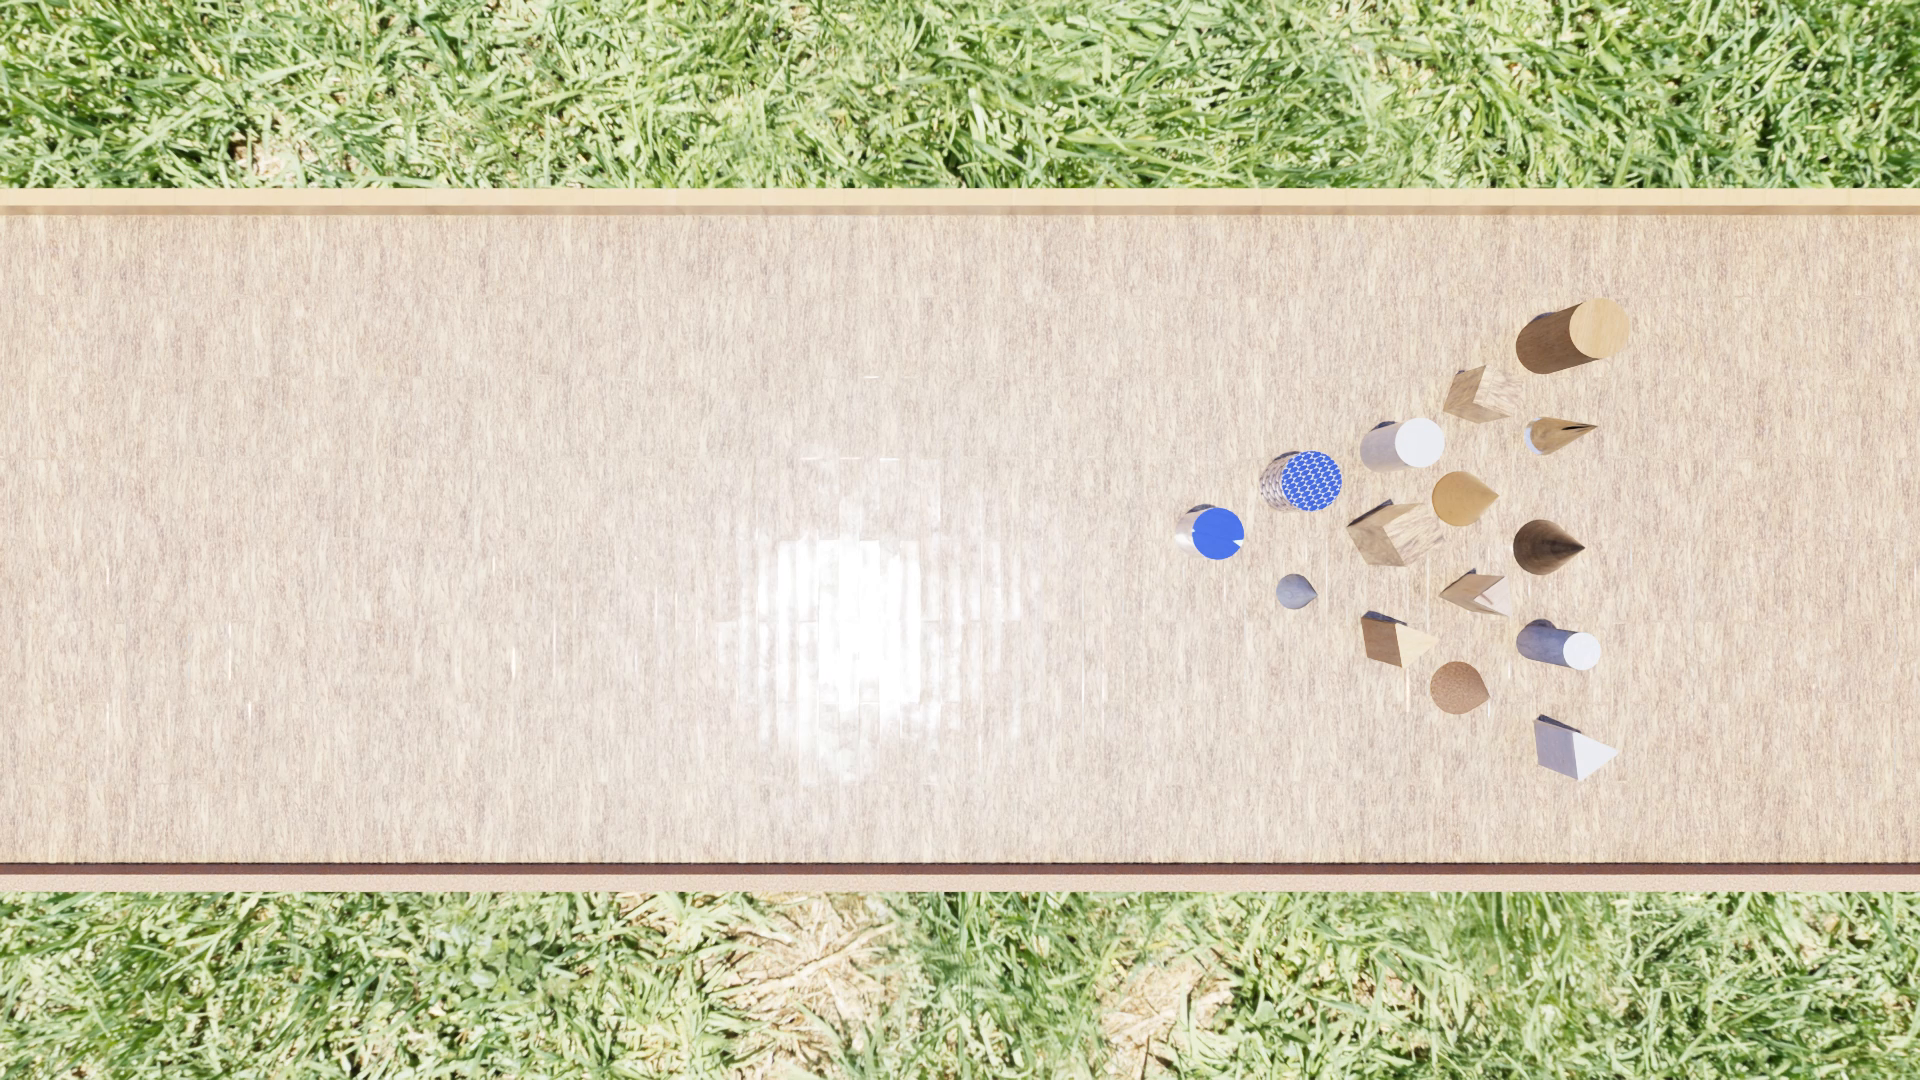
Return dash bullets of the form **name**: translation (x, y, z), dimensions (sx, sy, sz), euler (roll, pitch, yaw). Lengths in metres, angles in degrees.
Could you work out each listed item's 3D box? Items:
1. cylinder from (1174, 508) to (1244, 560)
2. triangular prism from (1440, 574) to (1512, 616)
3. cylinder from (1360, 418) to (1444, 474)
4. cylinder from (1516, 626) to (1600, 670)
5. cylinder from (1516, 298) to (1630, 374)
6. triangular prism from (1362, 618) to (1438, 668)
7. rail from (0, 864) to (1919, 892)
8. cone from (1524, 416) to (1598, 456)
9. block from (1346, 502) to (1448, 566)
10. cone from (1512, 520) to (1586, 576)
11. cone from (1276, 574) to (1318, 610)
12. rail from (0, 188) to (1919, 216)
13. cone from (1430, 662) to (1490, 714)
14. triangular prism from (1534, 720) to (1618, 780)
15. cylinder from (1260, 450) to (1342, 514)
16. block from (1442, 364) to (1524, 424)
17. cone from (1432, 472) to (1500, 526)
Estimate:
- **cylinder**: translation (0.735, -0.018, 4.887), dimensions (0.149, 0.380, 0.149), euler (0, 90, 0)
- **triangular prism**: translation (1.545, 0.150, 4.896), dimensions (0.115, 0.361, 0.100), euler (24, 90, 0)
- **cylinder**: translation (1.299, -0.275, 4.868), dimensions (0.140, 0.418, 0.140), euler (0, 90, 0)
- **cylinder**: translation (1.765, 0.316, 4.877), dimensions (0.107, 0.398, 0.107), euler (0, 90, 0)
- **cylinder**: translation (1.795, -0.594, 4.852), dimensions (0.170, 0.449, 0.170), euler (0, 90, 0)
- **triangular prism**: translation (1.270, 0.280, 4.874), dimensions (0.128, 0.406, 0.111), euler (-40, 90, 0)
- **rail**: translation (-2.247, 1.025, 5.001), dimensions (12.000, 0.150, 0.050), euler (0, 90, 0)
- **cone**: translation (1.797, -0.320, 4.855), dimensions (0.121, 0.443, 0.121), euler (0, 90, 0)
- **block**: translation (1.276, -0.015, 4.851), dimensions (0.132, 0.450, 0.132), euler (-31, 90, 0)
- **cone**: translation (1.788, 0.023, 4.892), dimensions (0.173, 0.368, 0.173), euler (0, 90, 0)
- **cone**: translation (1.028, 0.159, 4.904), dimensions (0.112, 0.344, 0.112), euler (0, 90, 0)
- **rail**: translation (-2.247, -1.025, 5.002), dimensions (12.000, 0.150, 0.050), euler (0, 90, 0)
- **cone**: translation (1.529, 0.455, 4.912), dimensions (0.165, 0.329, 0.165), euler (0, 90, 0)
- **triangular prism**: translation (1.804, 0.603, 4.912), dimensions (0.140, 0.329, 0.122), euler (-37, 90, 0)
- **cylinder**: translation (1.008, -0.169, 4.901), dimensions (0.173, 0.351, 0.173), euler (0, 90, 0)
- **block**: translation (1.559, -0.433, 4.924), dimensions (0.118, 0.305, 0.118), euler (20, 90, 0)
- **cone**: translation (1.538, -0.127, 4.888), dimensions (0.171, 0.378, 0.171), euler (0, 90, 0)
